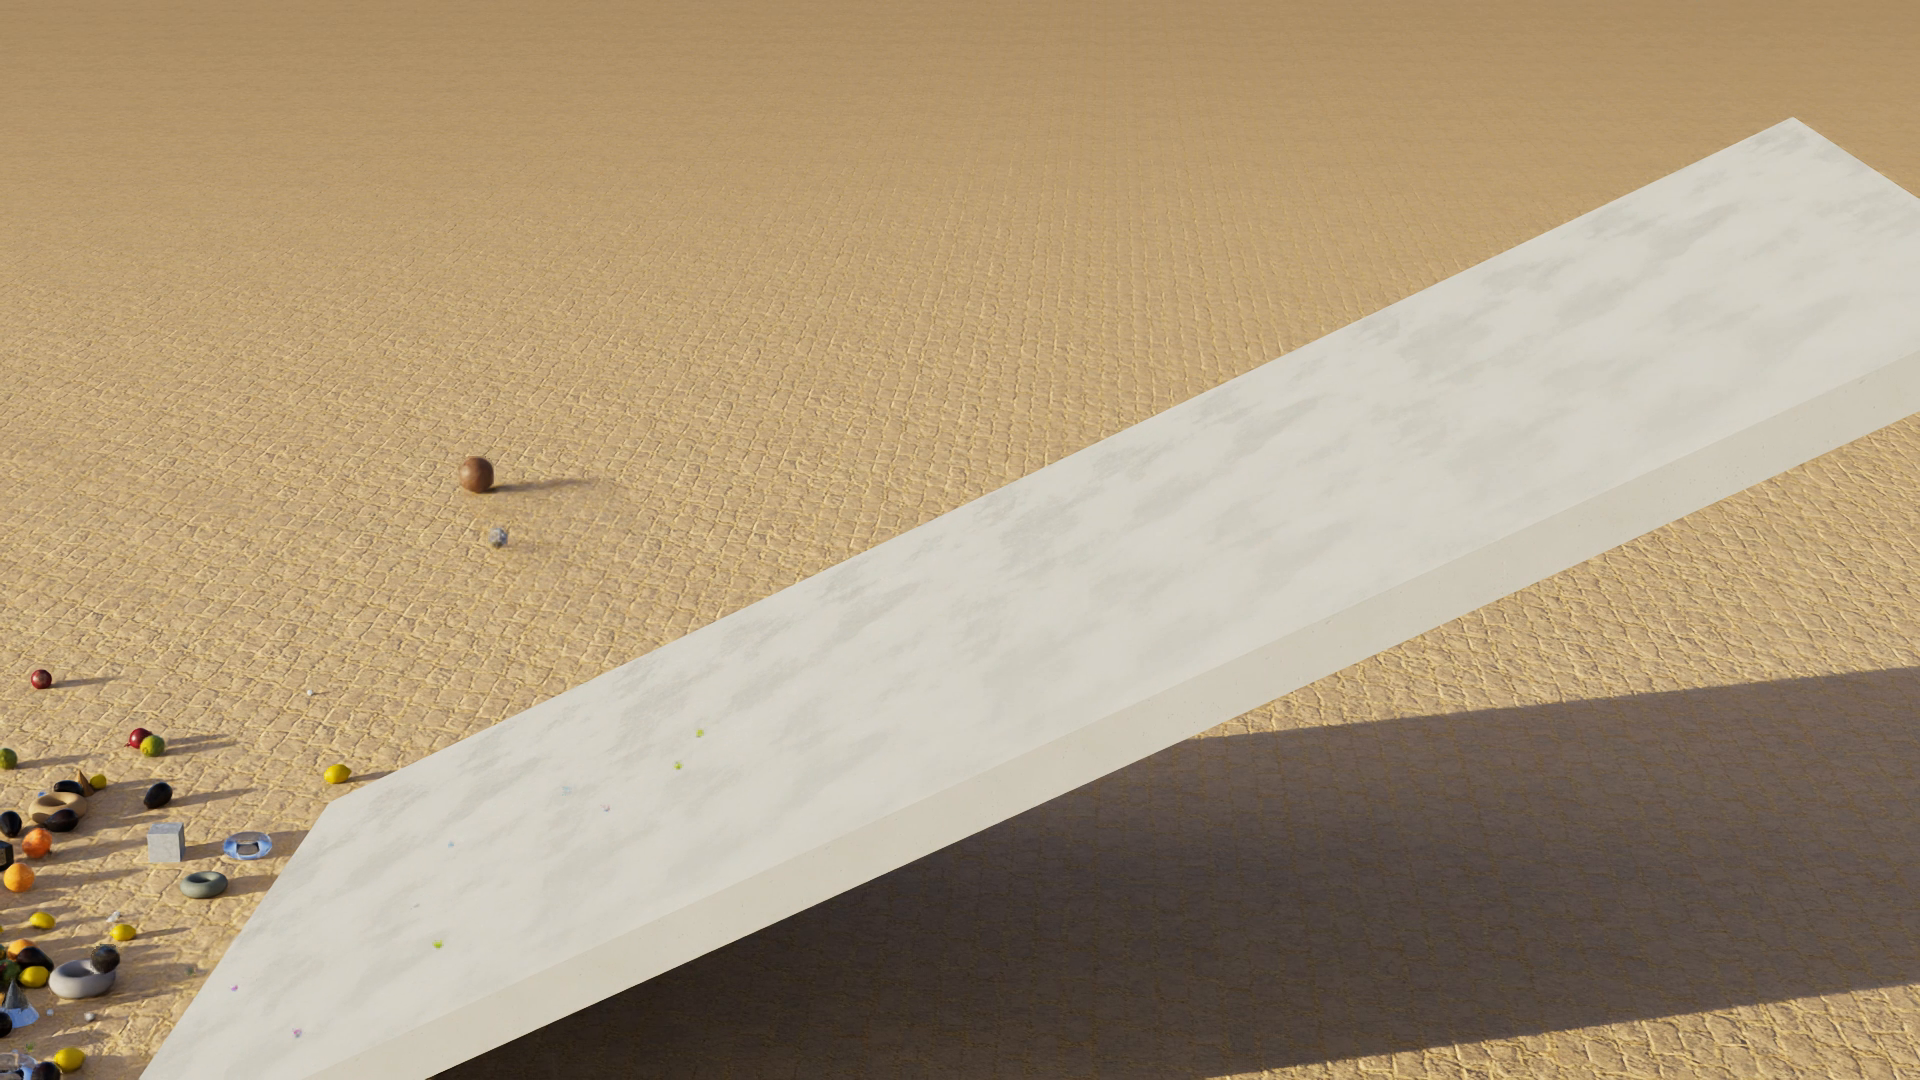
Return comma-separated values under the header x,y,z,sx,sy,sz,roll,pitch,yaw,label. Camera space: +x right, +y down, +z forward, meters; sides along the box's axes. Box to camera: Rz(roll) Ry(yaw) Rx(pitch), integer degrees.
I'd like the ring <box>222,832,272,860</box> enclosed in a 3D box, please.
x,y,z,sx,sy,sz,roll,pitch,yaw,label
-1.809,0.776,7.468,0.123,0.041,0.123,1,18,0,ring

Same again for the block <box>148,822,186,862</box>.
x,y,z,sx,sy,sz,roll,pitch,yaw,label
-2.007,0.765,7.439,0.077,0.077,0.077,-1,17,-4,block

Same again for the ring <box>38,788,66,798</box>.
x,y,z,sx,sy,sz,roll,pitch,yaw,label
-2.414,0.679,7.822,0.076,0.025,0.076,1,17,0,ring

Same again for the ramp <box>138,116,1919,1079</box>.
x,y,z,sx,sy,sz,roll,pitch,yaw,label
0.138,0.168,6.281,4.000,0.100,2.000,-25,14,10,ramp

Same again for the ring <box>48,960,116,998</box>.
x,y,z,sx,sy,sz,roll,pitch,yaw,label
-1.999,0.999,6.699,0.146,0.049,0.146,0,17,0,ring

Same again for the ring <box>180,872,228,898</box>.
x,y,z,sx,sy,sz,roll,pitch,yaw,label
-1.859,0.847,7.229,0.115,0.038,0.115,-1,15,0,ring

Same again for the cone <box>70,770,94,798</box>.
x,y,z,sx,sy,sz,roll,pitch,yaw,label
-2.350,0.645,7.859,0.069,0.069,0.069,0,16,0,cone

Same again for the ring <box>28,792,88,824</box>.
x,y,z,sx,sy,sz,roll,pitch,yaw,label
-2.361,0.703,7.699,0.149,0.050,0.149,0,18,0,ring

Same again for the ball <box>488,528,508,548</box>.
x,y,z,sx,sy,sz,roll,pitch,yaw,label
-1.581,-0.007,10.068,0.067,0.067,0.067,0,16,0,ball

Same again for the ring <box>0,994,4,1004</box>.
x,y,z,sx,sy,sz,roll,pitch,yaw,label
-2.179,1.040,6.590,0.092,0.031,0.092,1,15,0,ring

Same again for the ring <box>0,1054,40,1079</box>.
x,y,z,sx,sy,sz,roll,pitch,yaw,label
-2.026,1.134,6.244,0.143,0.048,0.143,1,17,0,ring

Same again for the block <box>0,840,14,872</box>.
x,y,z,sx,sy,sz,roll,pitch,yaw,label
-2.416,0.794,7.373,0.060,0.060,0.060,12,21,36,block

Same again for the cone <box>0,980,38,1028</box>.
x,y,z,sx,sy,sz,roll,pitch,yaw,label
-2.103,1.020,6.542,0.097,0.097,0.097,0,16,0,cone
